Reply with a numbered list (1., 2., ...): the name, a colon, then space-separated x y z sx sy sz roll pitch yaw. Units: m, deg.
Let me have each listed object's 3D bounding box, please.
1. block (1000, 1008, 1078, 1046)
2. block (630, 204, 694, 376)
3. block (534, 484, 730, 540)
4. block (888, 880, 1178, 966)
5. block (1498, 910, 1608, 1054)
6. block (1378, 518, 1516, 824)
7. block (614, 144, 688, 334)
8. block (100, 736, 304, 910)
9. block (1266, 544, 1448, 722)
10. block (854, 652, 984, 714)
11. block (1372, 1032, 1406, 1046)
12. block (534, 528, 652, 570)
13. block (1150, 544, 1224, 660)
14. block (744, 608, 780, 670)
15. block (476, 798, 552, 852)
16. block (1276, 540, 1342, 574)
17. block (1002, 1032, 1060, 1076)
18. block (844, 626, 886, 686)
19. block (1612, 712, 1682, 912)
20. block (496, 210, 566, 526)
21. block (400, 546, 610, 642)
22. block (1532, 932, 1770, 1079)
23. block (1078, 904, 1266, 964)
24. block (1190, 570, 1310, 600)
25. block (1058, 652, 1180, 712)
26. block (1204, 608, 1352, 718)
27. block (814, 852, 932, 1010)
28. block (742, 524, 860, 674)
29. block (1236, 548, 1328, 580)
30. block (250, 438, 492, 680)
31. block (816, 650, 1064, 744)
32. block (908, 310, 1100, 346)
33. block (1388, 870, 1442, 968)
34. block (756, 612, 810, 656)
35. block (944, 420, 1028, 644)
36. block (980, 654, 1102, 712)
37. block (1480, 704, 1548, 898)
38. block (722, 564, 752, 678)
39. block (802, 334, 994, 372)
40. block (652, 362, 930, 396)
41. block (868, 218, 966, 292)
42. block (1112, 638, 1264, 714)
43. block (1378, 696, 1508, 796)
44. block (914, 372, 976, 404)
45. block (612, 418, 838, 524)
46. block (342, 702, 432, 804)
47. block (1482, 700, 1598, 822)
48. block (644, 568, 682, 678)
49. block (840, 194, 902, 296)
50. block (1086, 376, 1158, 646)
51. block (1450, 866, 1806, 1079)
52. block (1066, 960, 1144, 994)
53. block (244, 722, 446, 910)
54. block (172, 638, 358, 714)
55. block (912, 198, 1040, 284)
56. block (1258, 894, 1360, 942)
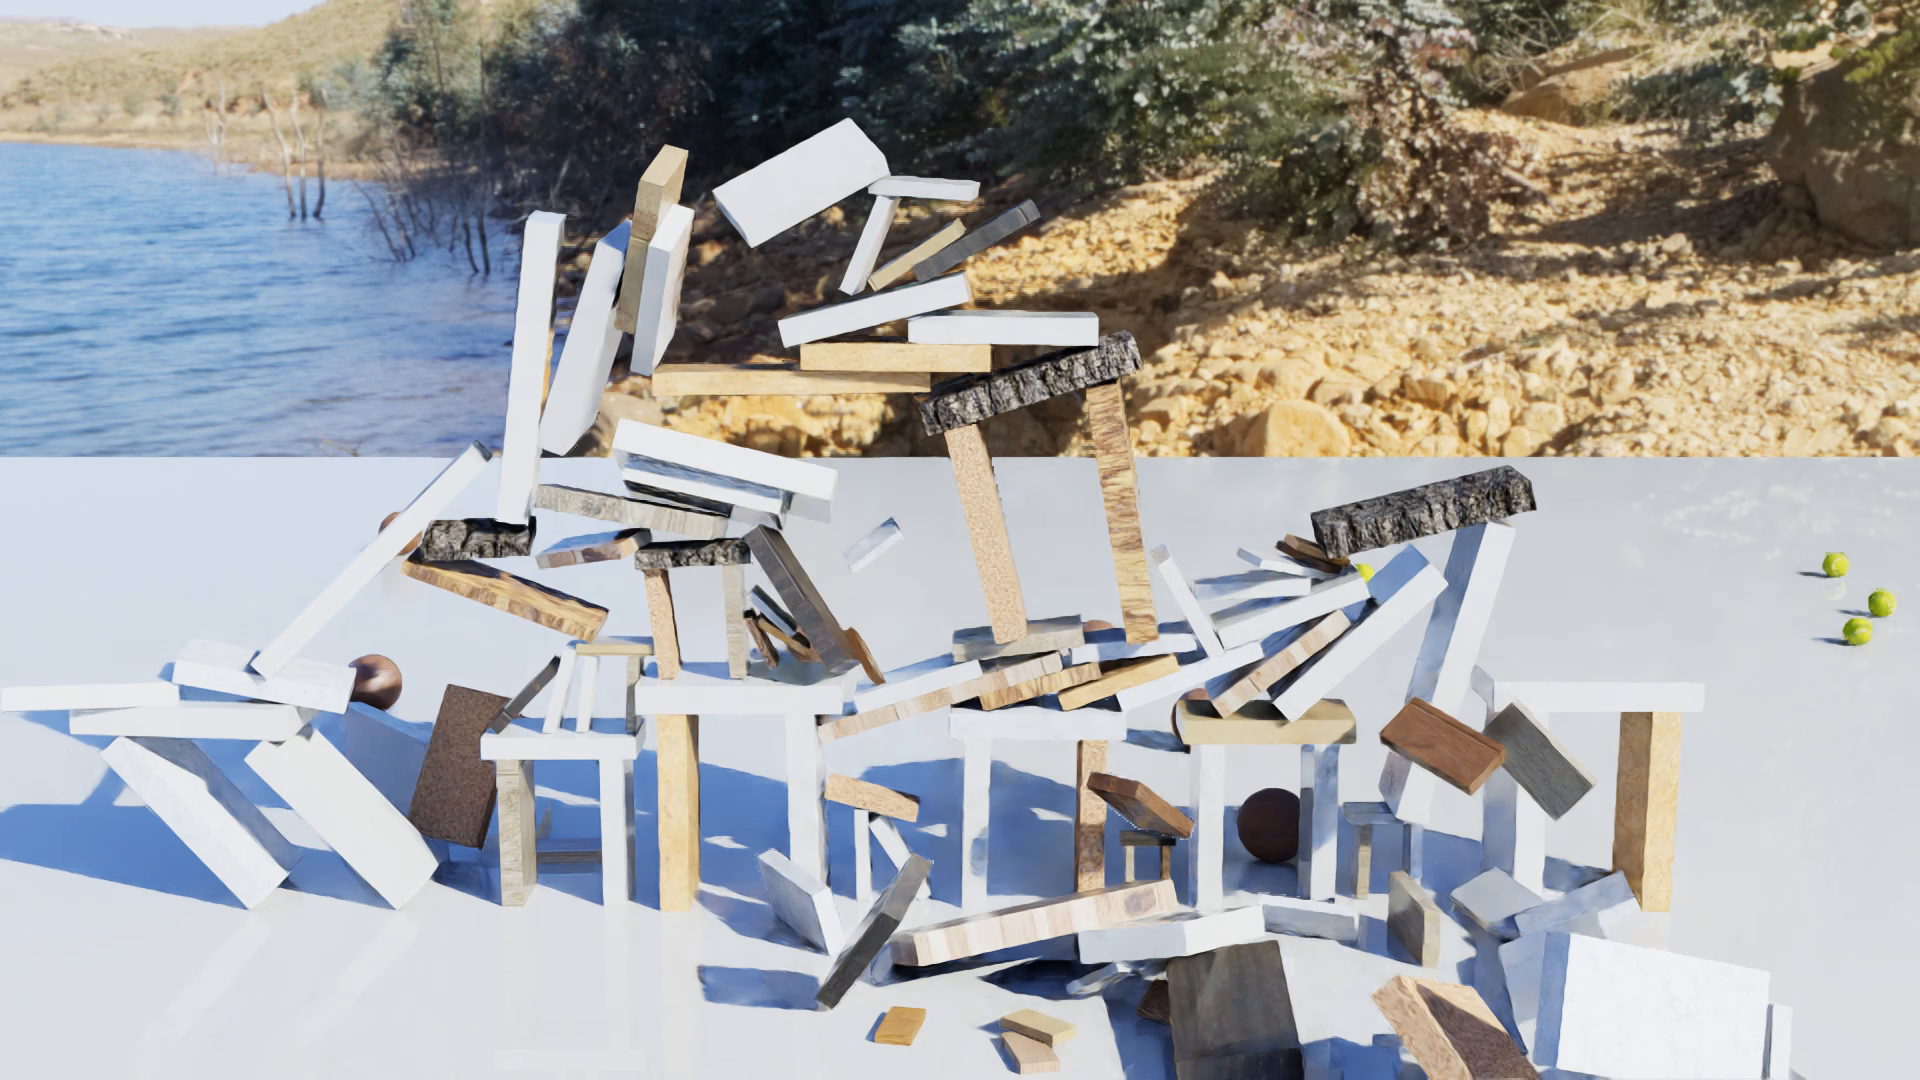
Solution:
1. block: 0.110 0.679 3.068 0.050 0.014 0.101 -9 12 -44
2. block: -0.471 -0.393 3.473 0.035 0.248 0.124 17 41 1
3. block: -0.527 -0.046 3.553 0.288 0.037 0.129 10 2 5
4. block: 0.109 0.580 3.344 0.413 0.047 0.164 -9 -6 -17
5. block: 0.864 0.628 3.148 0.154 0.044 0.314 -23 5 12
6. block: 0.790 0.201 3.588 0.047 0.502 0.167 15 10 -2
7. block: -0.485 -0.471 3.453 0.038 0.268 0.134 17 35 1
8. block: -1.253 0.443 3.647 0.049 0.349 0.175 -40 8 7
9. block: 0.638 0.150 3.580 0.333 0.047 0.167 -43 7 8
10. block: -0.067 0.227 3.604 0.211 0.030 0.105 -17 10 5
11. block: 0.609 0.676 2.985 0.050 0.014 0.101 -13 -15 44
12. block: -0.593 0.013 3.564 0.173 0.024 0.086 -7 16 29
13. block: 0.368 0.099 3.554 0.026 0.183 0.091 -29 13 6
14. block: -0.323 0.161 3.588 0.014 0.095 0.048 -25 15 6
15. block: -0.808 0.515 3.989 0.107 0.030 0.214 -1 11 -4
16. block: 0.569 0.029 3.589 0.101 0.014 0.050 29 13 39
17. block: 0.096 0.703 3.019 0.054 0.015 0.108 -2 11 -13
18. block: -0.154 0.191 3.593 0.014 0.049 0.099 -34 51 5
19. block: 1.135 0.425 3.638 0.048 0.336 0.168 0 11 0
20. block: -0.694 -0.281 3.561 0.050 0.484 0.178 6 13 -8
21. block: -0.741 0.085 3.591 0.329 0.024 0.086 20 23 1
22. block: 0.825 0.567 2.614 0.309 0.154 0.044 14 -12 -23
23. block: 0.319 0.584 3.264 0.164 0.047 0.329 -10 -9 26
24. block: 0.470 0.072 3.567 0.183 0.026 0.091 -3 11 2
25. block: 0.258 0.220 3.595 0.199 0.028 0.099 -20 13 6
26. block: 0.517 0.188 3.593 0.255 0.035 0.123 -37 8 7
27. block: -0.124 0.553 3.093 0.030 0.295 0.107 32 49 -1
28. block: -0.253 0.097 3.552 0.037 0.258 0.129 -34 -9 4
29. block: 0.518 0.038 3.522 0.191 0.014 0.050 9 16 -47
30. block: -0.952 0.029 3.566 0.491 0.038 0.134 -44 12 5
31. block: -0.032 0.247 3.610 0.410 0.030 0.105 -17 10 4
32. block: 0.069 -0.338 3.496 0.296 0.042 0.148 1 10 0
33. block: 0.706 0.589 3.425 0.026 0.091 0.182 -1 11 -6
34. block: -0.287 0.151 3.585 0.095 0.014 0.048 33 13 -10
35. block: 0.043 -0.023 3.546 0.050 0.351 0.175 -13 10 4
36. block: 0.130 0.227 3.600 0.199 0.028 0.099 -17 10 4
37. block: 0.916 0.425 3.638 0.048 0.336 0.168 -2 11 -5
38. block: -0.363 0.123 3.576 0.026 0.185 0.092 -3 11 0
39. block: -0.096 -0.298 3.501 0.296 0.042 0.148 1 11 3
40. block: -0.266 -0.259 3.517 0.436 0.035 0.124 -1 11 -1
41. block: -0.068 -0.449 3.453 0.161 0.023 0.081 -31 10 13
42. block: 0.366 0.208 3.614 0.247 0.035 0.123 -21 12 -2
43. block: 0.746 0.318 3.402 0.089 0.025 0.177 -43 47 -17
44. block: -0.024 -0.243 3.512 0.099 0.014 0.050 -19 11 -2
45. block: -0.379 -0.110 3.586 0.356 0.050 0.178 14 -13 0
46. block: -1.092 0.415 4.236 0.039 0.136 0.365 -8 13 -39
47. block: 0.904 0.345 3.448 0.177 0.089 0.025 48 32 19
48. block: -0.486 0.126 3.591 0.026 0.184 0.092 -7 10 1
49. block: -0.141 -0.469 3.479 0.023 0.161 0.081 25 15 4
50. block: 0.263 -0.054 3.544 0.050 0.416 0.175 -9 10 6
51. block: 0.948 0.646 3.191 0.091 0.026 0.879 -29 16 -7
52. block: 0.209 0.632 3.177 0.054 0.015 0.108 6 -30 -42
53. block: -1.017 0.447 3.647 0.049 0.349 0.175 -43 7 8
54. block: -1.138 0.222 3.610 0.273 0.039 0.136 12 11 -12
55. block: 0.024 -0.471 3.463 0.214 0.030 0.107 -29 9 4
56. block: 0.549 0.595 3.459 0.152 0.067 0.019 4 45 23
